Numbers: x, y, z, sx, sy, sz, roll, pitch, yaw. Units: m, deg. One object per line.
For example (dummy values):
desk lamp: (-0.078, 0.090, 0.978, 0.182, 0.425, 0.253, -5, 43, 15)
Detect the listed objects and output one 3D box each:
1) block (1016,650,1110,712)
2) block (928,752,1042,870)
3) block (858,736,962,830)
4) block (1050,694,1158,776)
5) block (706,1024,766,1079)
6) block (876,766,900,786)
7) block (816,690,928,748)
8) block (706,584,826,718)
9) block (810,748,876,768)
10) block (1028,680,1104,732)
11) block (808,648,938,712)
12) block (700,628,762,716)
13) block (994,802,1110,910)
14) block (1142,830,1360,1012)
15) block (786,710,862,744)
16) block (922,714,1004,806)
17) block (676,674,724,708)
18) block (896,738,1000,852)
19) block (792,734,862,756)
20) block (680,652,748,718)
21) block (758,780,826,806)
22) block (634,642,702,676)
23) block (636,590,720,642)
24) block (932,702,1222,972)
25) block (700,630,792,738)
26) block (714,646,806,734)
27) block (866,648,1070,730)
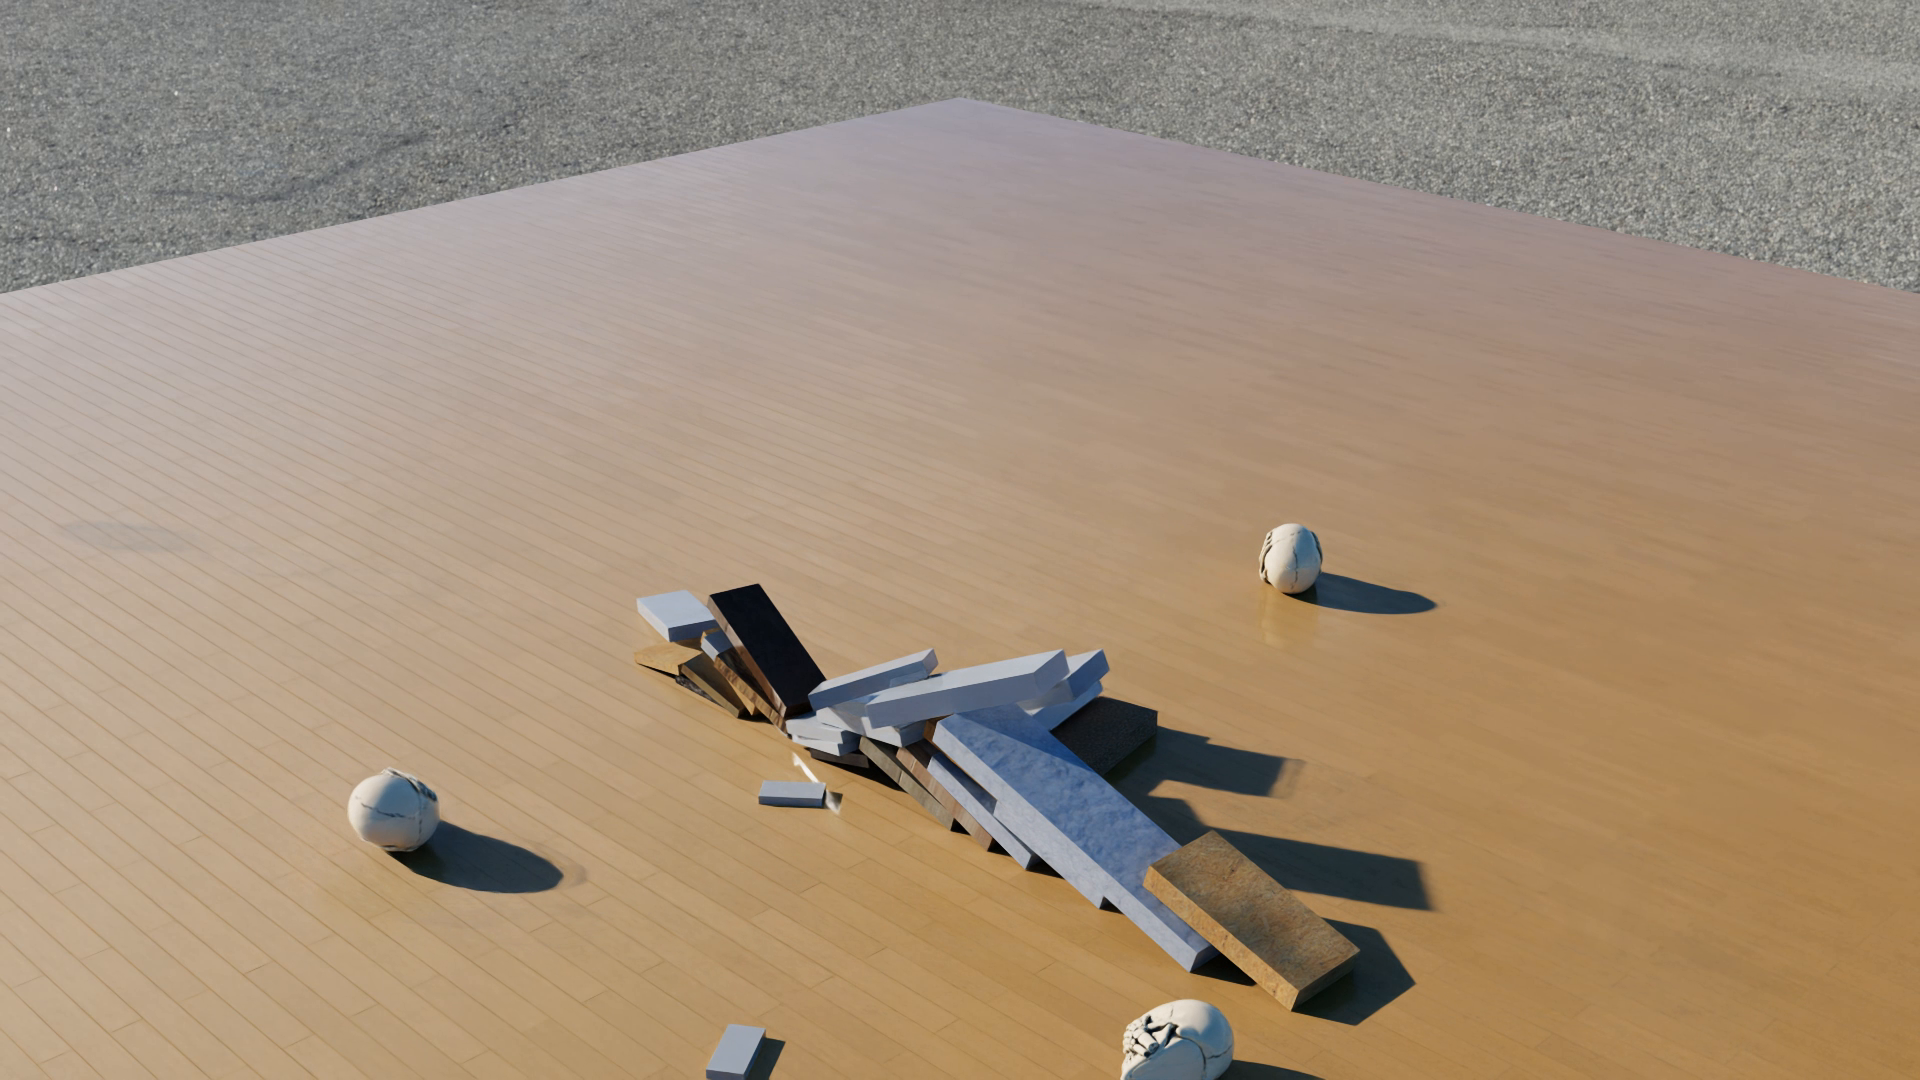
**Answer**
block: (0.128, 0.324, 4.736, 0.356, 0.050, 0.178, -16, 9, 32)
block: (0.088, 0.512, 4.355, 0.148, 0.042, 0.295, -21, 53, -40)
block: (-0.059, 0.470, 4.499, 0.142, 0.040, 0.284, -21, 47, -40)
block: (0.255, 0.432, 4.678, 0.178, 0.050, 0.356, 15, 27, 31)
block: (-0.376, 0.864, 3.701, 0.065, 0.018, 0.131, 5, 23, 11)
block: (-0.135, 0.482, 4.607, 0.051, 0.015, 0.103, -12, 26, -26)
block: (-0.156, 0.360, 4.546, 0.142, 0.040, 0.284, -19, 19, -37)
block: (-0.415, 0.239, 4.815, 0.126, 0.036, 0.359, -13, 49, -33)
block: (-0.220, 0.440, 4.629, 0.095, 0.027, 0.191, -21, 16, -40)
block: (0.137, 0.380, 4.702, 0.180, 0.051, 0.360, -15, 10, 38)
block: (-0.178, 0.288, 4.537, 0.252, 0.036, 0.126, -18, 5, 12)
block: (-0.468, 0.283, 4.908, 0.120, 0.034, 0.239, -13, 49, -35)
block: (0.220, 0.578, 4.240, 0.148, 0.042, 0.295, -21, 47, -40)
block: (0.524, 0.680, 3.965, 0.180, 0.051, 0.360, -21, 47, -40)
block: (-0.272, 0.391, 4.640, 0.095, 0.027, 0.191, -20, 16, -38)
block: (0.082, 0.430, 4.328, 0.148, 0.042, 0.295, -21, 47, -40)
block: (-0.553, 0.325, 4.963, 0.088, 0.025, 0.176, -21, 31, -40)
block: (0.018, 0.491, 4.419, 0.142, 0.040, 0.284, -21, 53, -40)
block: (-0.268, 0.415, 4.655, 0.095, 0.027, 0.191, -18, 15, -32)
block: (-0.526, 0.318, 4.889, 0.176, 0.025, 0.088, 37, 41, 21)
block: (-0.343, 0.520, 4.512, 0.131, 0.018, 0.065, 2, 23, 4)
block: (-0.662, 0.271, 5.052, 0.088, 0.025, 0.176, -20, 20, -39)
block: (-0.674, 0.180, 5.255, 0.126, 0.036, 0.252, -10, 19, -23)
block: (0.248, 0.538, 4.154, 0.180, 0.051, 0.697, -21, 49, -40)
block: (-0.428, 0.302, 4.845, 0.120, 0.034, 0.308, -23, 55, -39)
block: (-0.411, 0.313, 4.785, 0.239, 0.034, 0.120, 40, 44, 24)
block: (0.016, 0.296, 4.367, 0.369, 0.050, 0.178, -13, 7, 24)
